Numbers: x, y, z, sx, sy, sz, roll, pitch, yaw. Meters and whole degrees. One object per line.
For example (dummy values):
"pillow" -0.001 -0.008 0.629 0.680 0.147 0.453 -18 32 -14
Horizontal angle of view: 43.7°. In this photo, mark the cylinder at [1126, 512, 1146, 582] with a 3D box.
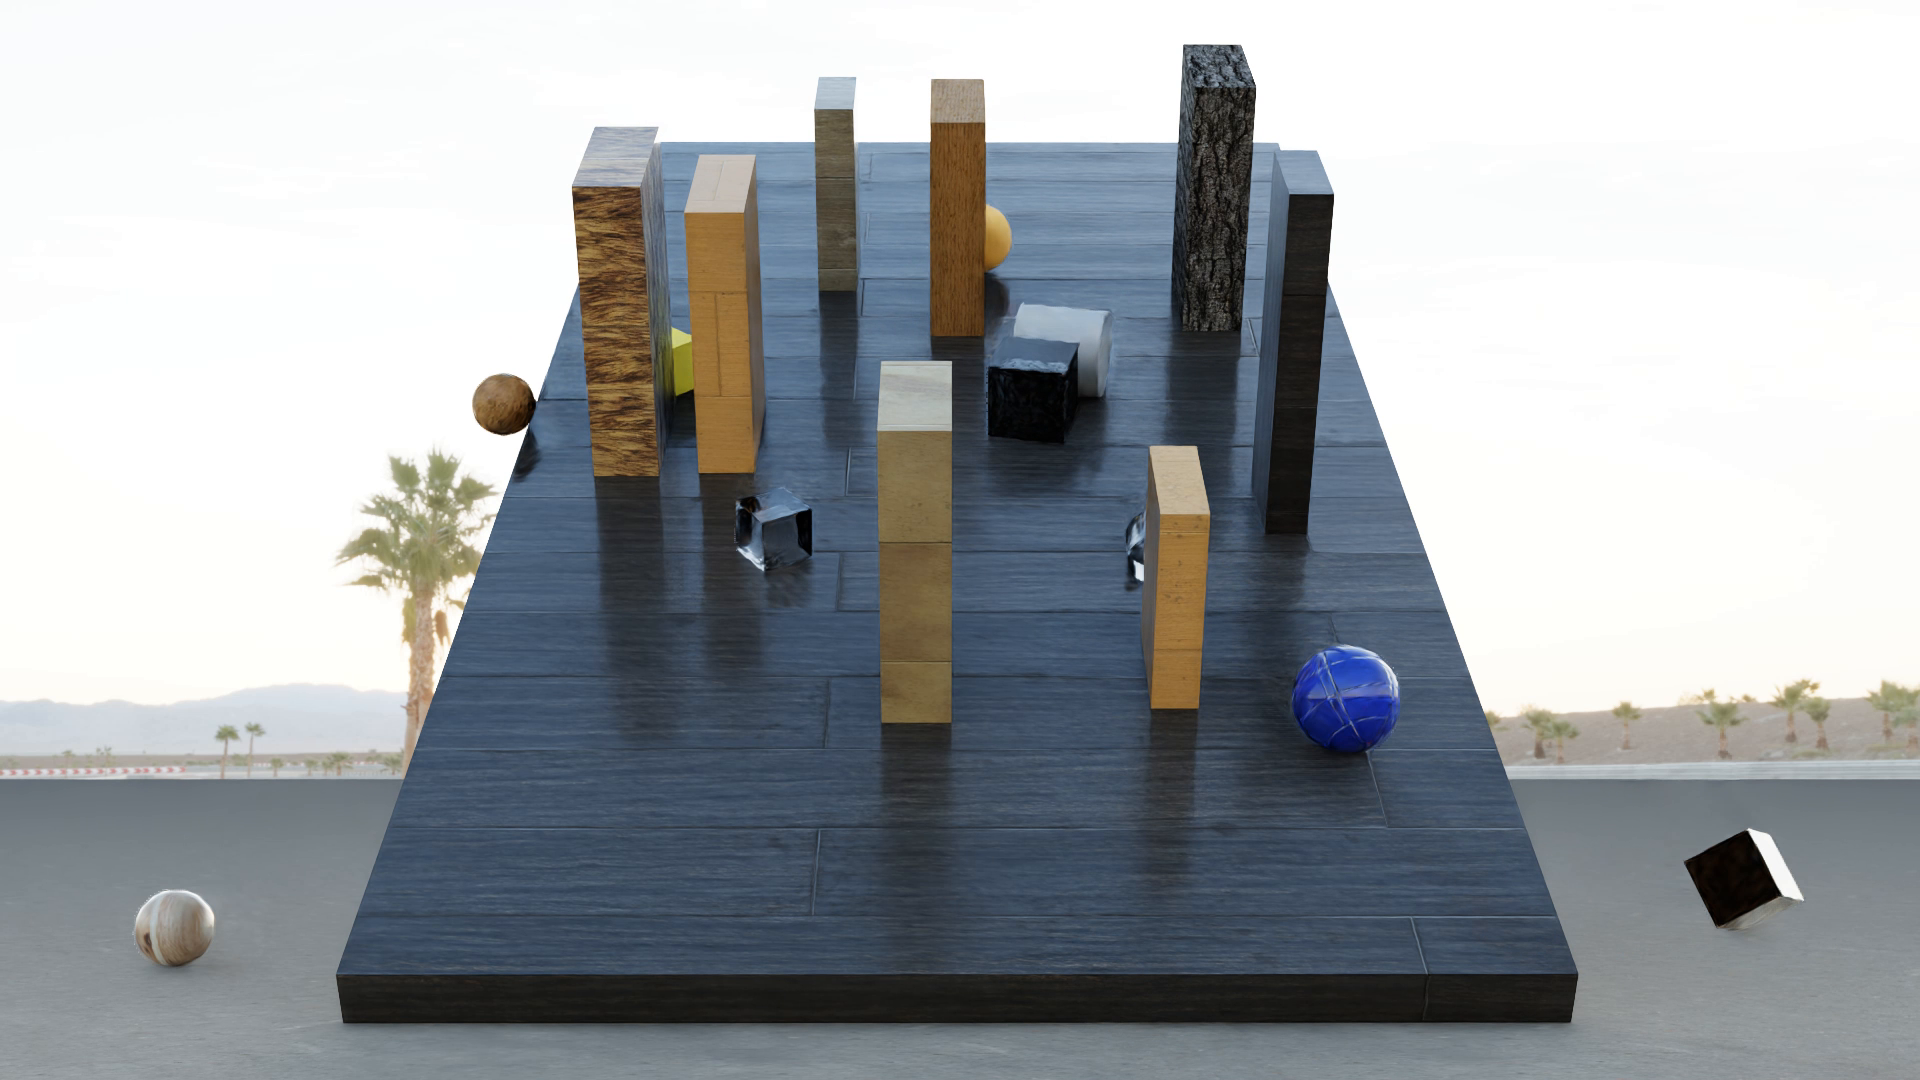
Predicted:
"cylinder" 0.404 0.014 4.990 0.112 0.112 0.112 0 29 2

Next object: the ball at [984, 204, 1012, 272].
"ball" 0.048 -0.807 6.411 0.185 0.185 0.185 0 -6 0

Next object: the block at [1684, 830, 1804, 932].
"block" 1.976 0.860 6.045 0.183 0.183 0.183 -34 -28 25

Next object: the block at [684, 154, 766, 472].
"block" -0.526 -0.511 5.412 0.126 0.623 0.361 0 29 0

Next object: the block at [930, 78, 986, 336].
"block" -0.007 -0.846 6.089 0.136 0.563 0.342 0 29 0

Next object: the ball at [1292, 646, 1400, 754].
"ball" 0.709 0.292 4.397 0.198 0.198 0.198 0 -6 0

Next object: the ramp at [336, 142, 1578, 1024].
"ramp" -0.012 -0.219 5.634 2.000 0.100 4.000 0 29 0

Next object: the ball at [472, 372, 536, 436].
"ball" -1.061 -0.315 5.571 0.147 0.147 0.147 0 -6 0

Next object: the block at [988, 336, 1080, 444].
"block" 0.172 -0.351 5.588 0.178 0.178 0.178 6 29 11

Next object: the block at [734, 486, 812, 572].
"block" -0.392 -0.023 5.049 0.117 0.117 0.117 -18 33 -29

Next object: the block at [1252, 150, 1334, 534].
"block" 0.702 -0.414 5.087 0.091 0.774 0.261 0 29 0

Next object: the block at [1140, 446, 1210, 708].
"block" 0.408 0.070 4.571 0.090 0.418 0.277 0 29 0

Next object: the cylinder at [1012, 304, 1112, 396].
"cylinder" 0.244 -0.454 5.744 0.207 0.207 0.207 5 -4 12

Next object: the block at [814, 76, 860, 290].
"block" -0.322 -0.941 6.327 0.102 0.498 0.267 0 29 0

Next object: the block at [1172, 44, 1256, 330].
"block" 0.642 -0.898 6.107 0.150 0.641 0.352 0 29 0

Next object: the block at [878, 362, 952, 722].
"block" -0.081 0.005 4.486 0.131 0.610 0.295 0 29 0

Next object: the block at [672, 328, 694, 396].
"block" -0.717 -0.427 5.776 0.125 0.125 0.125 25 37 37

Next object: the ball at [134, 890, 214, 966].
"ball" -1.651 0.816 5.040 0.160 0.160 0.160 0 -6 0

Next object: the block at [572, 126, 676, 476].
"block" -0.750 -0.538 5.394 0.146 0.687 0.386 0 29 0
